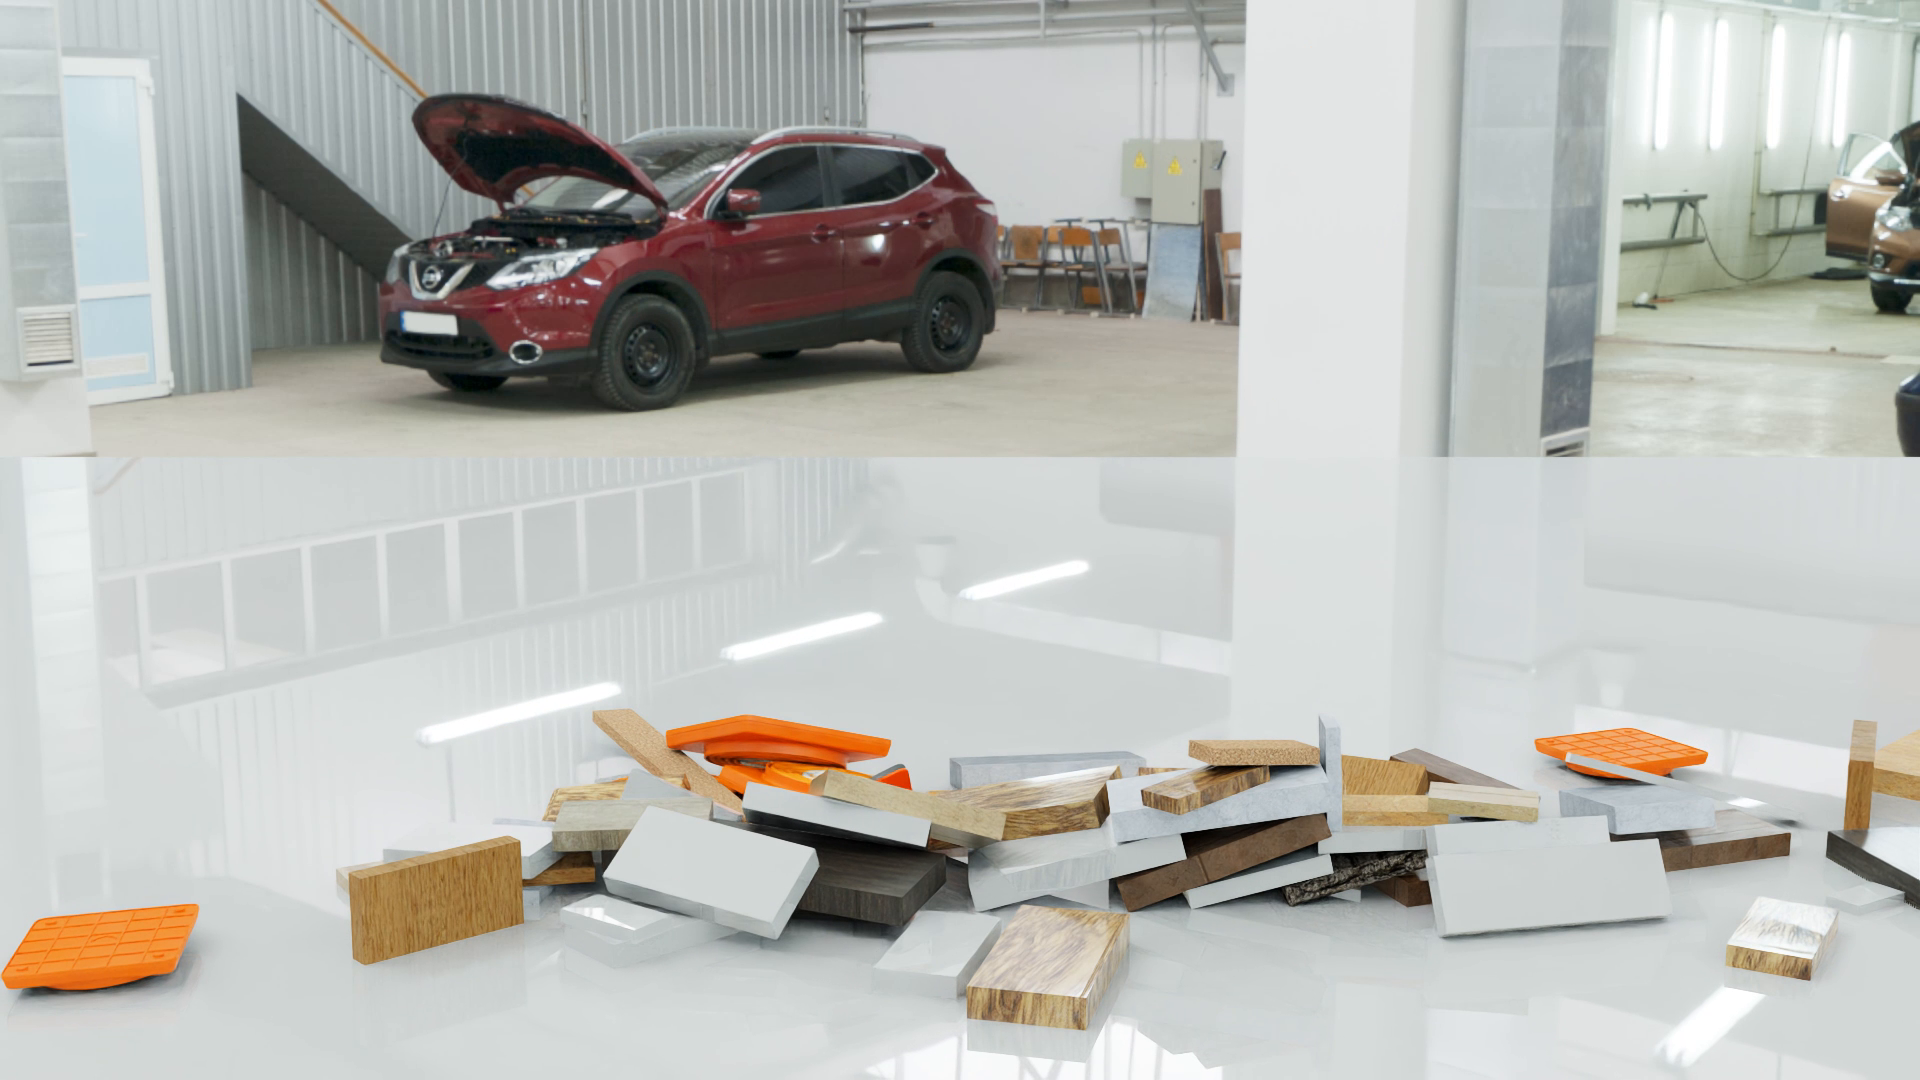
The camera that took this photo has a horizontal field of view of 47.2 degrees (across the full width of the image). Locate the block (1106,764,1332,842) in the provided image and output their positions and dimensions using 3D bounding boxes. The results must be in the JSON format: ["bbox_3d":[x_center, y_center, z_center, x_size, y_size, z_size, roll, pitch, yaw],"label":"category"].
[{"bbox_3d":[0.423,0.421,3.621,0.353,0.050,0.176,-9,10,3],"label":"block"}]

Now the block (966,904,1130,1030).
[{"bbox_3d":[0.138,0.635,3.292,0.174,0.049,0.347,3,11,14],"label":"block"}]

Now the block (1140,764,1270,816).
[{"bbox_3d":[0.398,0.397,3.560,0.191,0.027,0.095,-16,12,-32],"label":"block"}]

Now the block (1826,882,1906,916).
[{"bbox_3d":[1.490,0.590,3.619,0.122,0.017,0.061,-7,12,-32],"label":"block"}]

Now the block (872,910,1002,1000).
[{"bbox_3d":[-0.032,0.630,3.353,0.128,0.036,0.256,3,11,16],"label":"block"}]

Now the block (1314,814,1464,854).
[{"bbox_3d":[0.707,0.480,3.655,0.241,0.034,0.121,-3,11,1],"label":"block"}]

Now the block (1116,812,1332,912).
[{"bbox_3d":[0.429,0.504,3.652,0.353,0.050,0.176,-21,10,4],"label":"block"}]

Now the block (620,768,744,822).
[{"bbox_3d":[-0.488,0.482,3.791,0.210,0.105,0.030,21,0,14],"label":"block"}]

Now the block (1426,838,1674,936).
[{"bbox_3d":[0.943,0.555,3.517,0.392,0.123,0.035,-2,-19,-12],"label":"block"}]

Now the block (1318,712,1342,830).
[{"bbox_3d":[0.612,0.382,3.636,0.025,0.175,0.087,-3,11,2],"label":"block"}]

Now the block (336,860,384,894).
[{"bbox_3d":[-0.971,0.577,3.669,0.089,0.025,0.177,-6,12,-31],"label":"block"}]

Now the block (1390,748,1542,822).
[{"bbox_3d":[0.938,0.458,4.100,0.257,0.036,0.128,21,14,31],"label":"block"}]

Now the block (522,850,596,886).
[{"bbox_3d":[-0.702,0.551,3.674,0.177,0.025,0.089,-2,11,-13],"label":"block"}]

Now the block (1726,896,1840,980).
[{"bbox_3d":[1.282,0.618,3.422,0.123,0.035,0.246,6,12,30],"label":"block"}]

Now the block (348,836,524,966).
[{"bbox_3d":[-0.817,0.562,3.444,0.276,0.138,0.039,-9,14,-41],"label":"block"}]

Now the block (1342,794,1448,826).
[{"bbox_3d":[0.721,0.449,3.655,0.175,0.025,0.087,-1,11,10],"label":"block"}]

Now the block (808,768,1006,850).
[{"bbox_3d":[-0.091,0.447,3.635,0.304,0.043,0.152,16,-17,-11],"label":"block"}]

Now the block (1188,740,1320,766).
[{"bbox_3d":[0.482,0.348,3.610,0.191,0.027,0.095,2,3,-18],"label":"block"}]

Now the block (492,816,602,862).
[{"bbox_3d":[-0.665,0.520,3.781,0.252,0.036,0.126,3,-21,15],"label":"block"}]

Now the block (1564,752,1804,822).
[{"bbox_3d":[1.335,0.456,4.062,0.423,0.017,0.061,14,-2,8],"label":"block"}]

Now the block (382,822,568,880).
[{"bbox_3d":[-0.807,0.518,3.679,0.276,0.039,0.138,0,12,19],"label":"block"}]

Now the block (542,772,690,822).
[{"bbox_3d":[-0.613,0.481,3.900,0.252,0.036,0.126,-8,32,13],"label":"block"}]

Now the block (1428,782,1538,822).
[{"bbox_3d":[0.859,0.430,3.612,0.175,0.025,0.087,4,12,14],"label":"block"}]

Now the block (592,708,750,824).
[{"bbox_3d":[-0.550,0.426,4.165,0.081,0.023,0.796,-1,10,-25],"label":"block"}]

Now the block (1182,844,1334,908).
[{"bbox_3d":[0.487,0.547,3.656,0.241,0.034,0.121,-14,12,-2],"label":"block"}]

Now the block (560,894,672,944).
[{"bbox_3d":[-0.534,0.587,3.408,0.161,0.023,0.081,8,13,36],"label":"block"}]

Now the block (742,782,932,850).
[{"bbox_3d":[-0.202,0.463,3.619,0.304,0.043,0.152,12,-17,2],"label":"block"}]

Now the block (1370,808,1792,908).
[{"bbox_3d":[1.070,0.545,3.798,0.771,0.042,0.148,-4,11,-20],"label":"block"}]

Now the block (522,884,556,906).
[{"bbox_3d":[-0.774,0.578,3.662,0.177,0.025,0.089,1,11,6],"label":"block"}]

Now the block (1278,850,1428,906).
[{"bbox_3d":[0.648,0.541,3.666,0.241,0.034,0.121,-16,12,-2],"label":"block"}]

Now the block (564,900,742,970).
[{"bbox_3d":[-0.469,0.606,3.475,0.276,0.039,0.138,-9,14,-41],"label":"block"}]

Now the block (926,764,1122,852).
[{"bbox_3d":[0.097,0.467,3.811,0.347,0.049,0.174,-11,10,22],"label":"block"}]

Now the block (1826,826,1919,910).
[{"bbox_3d":[1.631,0.560,3.700,0.170,0.048,0.339,-1,10,-10],"label":"block"}]

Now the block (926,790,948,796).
[{"bbox_3d":[0.166,0.478,4.097,0.461,0.030,0.105,-1,-10,-7],"label":"block"}]

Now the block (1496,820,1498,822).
[{"bbox_3d":[0.964,0.532,3.936,0.061,0.017,0.122,7,13,35],"label":"block"}]

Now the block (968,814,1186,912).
[{"bbox_3d":[0.190,0.522,3.655,0.353,0.050,0.176,-15,10,2],"label":"block"}]

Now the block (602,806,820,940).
[{"bbox_3d":[-0.394,0.524,3.481,0.304,0.043,0.152,11,46,22],"label":"block"}]

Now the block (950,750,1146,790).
[{"bbox_3d":[0.167,0.444,4.226,0.353,0.050,0.176,-1,-1,-8],"label":"block"}]

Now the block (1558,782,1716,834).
[{"bbox_3d":[1.200,0.477,3.918,0.170,0.048,0.339,-4,-2,-1],"label":"block"}]

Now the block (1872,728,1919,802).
[{"bbox_3d":[1.935,0.438,4.354,0.170,0.048,0.428,10,14,42],"label":"block"}]

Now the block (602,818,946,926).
[{"bbox_3d":[-0.306,0.531,3.592,0.541,0.049,0.174,6,17,22],"label":"block"}]

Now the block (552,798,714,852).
[{"bbox_3d":[-0.541,0.472,3.656,0.252,0.036,0.126,-1,16,-1],"label":"block"}]

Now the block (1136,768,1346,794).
[{"bbox_3d":[0.477,0.453,3.818,0.353,0.050,0.176,1,-27,-2],"label":"block"}]

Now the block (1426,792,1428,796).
[{"bbox_3d":[0.797,0.463,4.133,0.257,0.036,0.128,11,11,5],"label":"block"}]

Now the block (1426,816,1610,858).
[{"bbox_3d":[0.912,0.531,3.570,0.296,0.148,0.042,-2,-12,-10],"label":"block"}]

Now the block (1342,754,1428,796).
[{"bbox_3d":[0.652,0.465,3.994,0.353,0.050,0.176,5,40,26],"label":"block"}]

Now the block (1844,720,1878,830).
[{"bbox_3d":[1.664,0.441,4.064,0.042,0.148,0.296,5,11,23],"label":"block"}]
